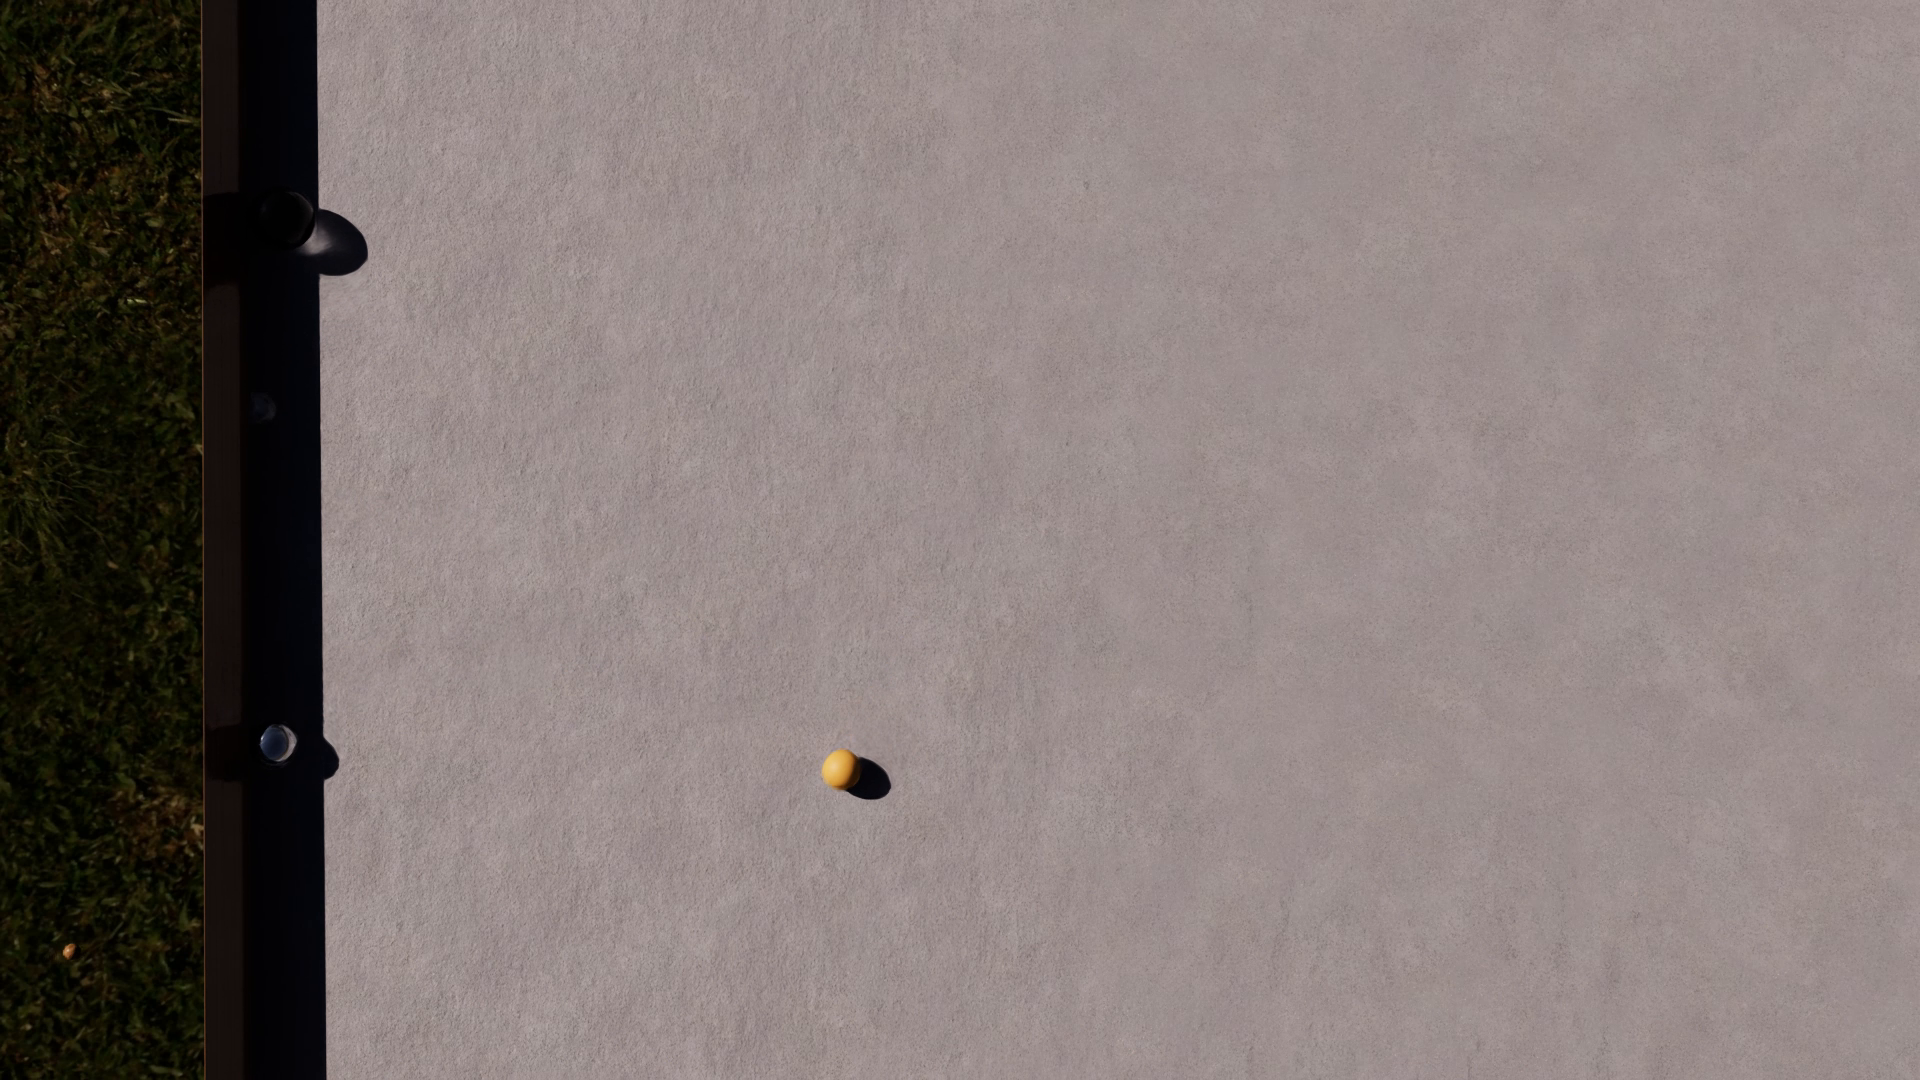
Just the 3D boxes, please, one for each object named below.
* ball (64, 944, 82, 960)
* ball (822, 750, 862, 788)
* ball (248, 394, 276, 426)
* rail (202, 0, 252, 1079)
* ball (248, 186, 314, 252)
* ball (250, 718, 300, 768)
[{"bbox_3d":[-5.189,2.408,12.854,0.099,0.099,0.099,0,84,0],"label":"ball"},{"bbox_3d":[-0.172,0.336,3.223,0.057,0.057,0.057,0,84,0],"label":"ball"},{"bbox_3d":[-1.047,-0.195,3.287,0.049,0.049,0.049,0,84,0],"label":"ball"},{"bbox_3d":[-1.063,0.040,3.219,0.045,0.129,2.358,-2,84,0],"label":"rail"},{"bbox_3d":[-1.017,-0.481,3.295,0.096,0.096,0.096,0,84,0],"label":"ball"},{"bbox_3d":[-1.005,0.298,3.220,0.071,0.071,0.071,0,84,0],"label":"ball"}]
